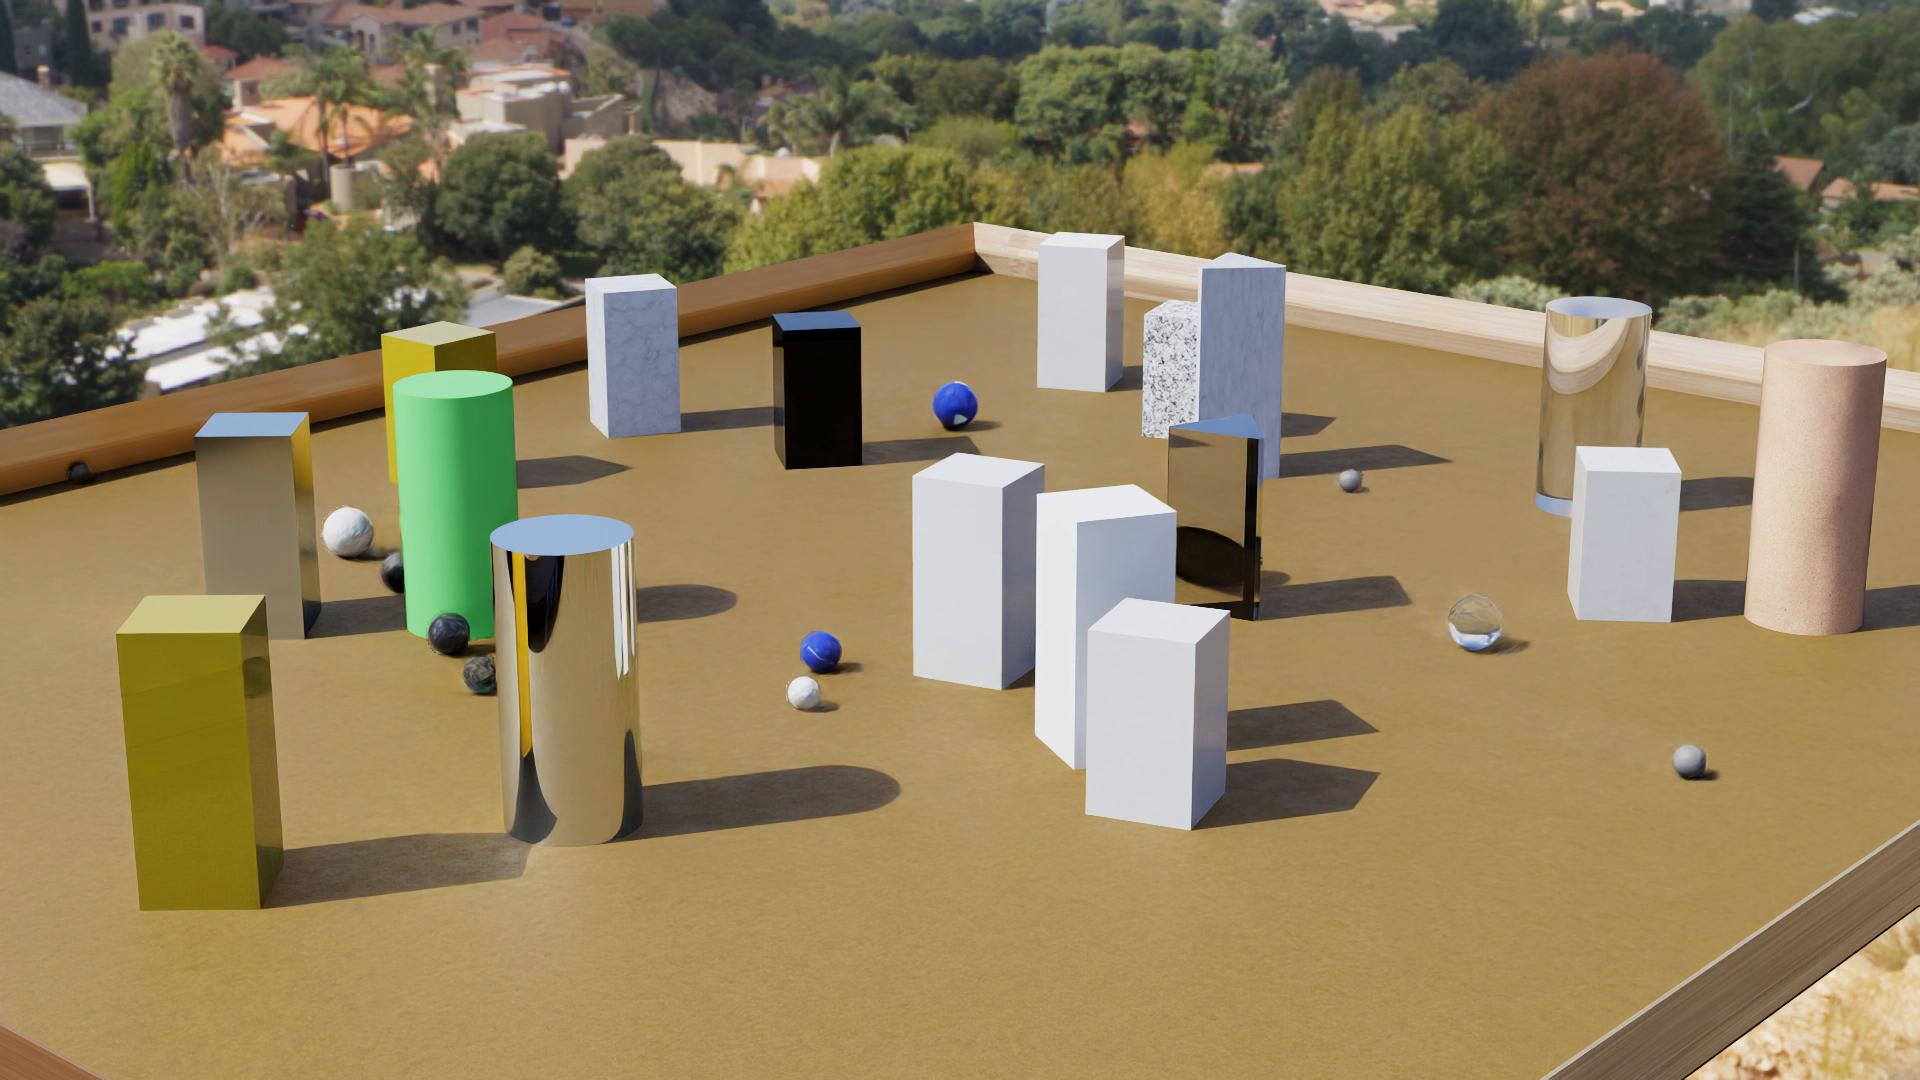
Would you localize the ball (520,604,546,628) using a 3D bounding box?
[{"bbox_3d":[-0.722,0.128,4.950,0.043,0.043,0.043,0,17,0],"label":"ball"}]

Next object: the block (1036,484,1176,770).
[{"bbox_3d":[0.215,0.128,4.366,0.157,0.381,0.157,-6,18,-19],"label":"block"}]

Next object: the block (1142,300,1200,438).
[{"bbox_3d":[0.487,-0.356,6.179,0.157,0.262,0.157,7,18,22],"label":"block"}]

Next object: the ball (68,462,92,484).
[{"bbox_3d":[-1.746,-0.134,5.817,0.044,0.044,0.044,0,17,0],"label":"ball"}]

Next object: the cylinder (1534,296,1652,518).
[{"bbox_3d":[1.212,-0.254,5.618,0.196,0.390,0.196,0,17,0],"label":"cylinder"}]

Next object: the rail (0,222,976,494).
[{"bbox_3d":[-1.366,-0.310,6.256,0.045,0.128,4.332,14,22,39],"label":"rail"}]

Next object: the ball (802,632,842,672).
[{"bbox_3d":[-0.224,0.180,4.740,0.065,0.065,0.065,0,17,0],"label":"ball"}]

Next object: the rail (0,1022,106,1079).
[{"bbox_3d":[-1.404,0.499,3.571,3.665,0.128,0.045,14,22,39],"label":"rail"}]

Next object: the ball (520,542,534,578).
[{"bbox_3d":[-0.793,0.036,5.205,0.073,0.073,0.073,0,17,0],"label":"ball"}]

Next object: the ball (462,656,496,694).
[{"bbox_3d":[-0.757,0.212,4.642,0.060,0.060,0.060,0,17,0],"label":"ball"}]

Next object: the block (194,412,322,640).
[{"bbox_3d":[-1.176,-0.024,4.921,0.157,0.351,0.157,0,17,-2],"label":"block"}]

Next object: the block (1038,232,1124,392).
[{"bbox_3d":[0.272,-0.513,6.591,0.157,0.325,0.157,5,18,17],"label":"block"}]

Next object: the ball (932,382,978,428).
[{"bbox_3d":[-0.011,-0.287,6.233,0.097,0.097,0.097,0,17,0],"label":"ball"}]

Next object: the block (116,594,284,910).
[{"bbox_3d":[-0.997,0.279,3.861,0.157,0.383,0.157,0,17,-1],"label":"block"}]

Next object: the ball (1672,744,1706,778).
[{"bbox_3d":[1.068,0.324,4.293,0.049,0.049,0.049,0,17,0],"label":"ball"}]

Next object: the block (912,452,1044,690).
[{"bbox_3d":[0.030,0.048,4.710,0.157,0.335,0.157,8,19,25],"label":"block"}]

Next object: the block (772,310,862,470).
[{"bbox_3d":[-0.291,-0.306,5.968,0.157,0.288,0.157,-3,17,-11],"label":"block"}]

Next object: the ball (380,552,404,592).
[{"bbox_3d":[-0.981,0.057,5.140,0.070,0.070,0.070,0,17,0],"label":"ball"}]

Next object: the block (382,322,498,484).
[{"bbox_3d":[-1.024,-0.262,5.801,0.157,0.300,0.157,14,21,38],"label":"block"}]

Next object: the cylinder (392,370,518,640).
[{"bbox_3d":[-0.842,-0.059,4.926,0.196,0.416,0.196,0,17,0],"label":"cylinder"}]

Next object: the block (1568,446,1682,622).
[{"bbox_3d":[1.137,-0.011,5.028,0.157,0.265,0.157,1,17,5],"label":"block"}]

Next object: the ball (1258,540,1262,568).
[{"bbox_3d":[0.488,0.026,5.197,0.098,0.098,0.098,0,17,0],"label":"ball"}]

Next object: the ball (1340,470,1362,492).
[{"bbox_3d":[0.768,-0.117,5.762,0.045,0.045,0.045,0,17,0],"label":"ball"}]

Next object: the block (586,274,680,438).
[{"bbox_3d":[-0.692,-0.391,6.208,0.157,0.311,0.157,-6,18,-20],"label":"block"}]

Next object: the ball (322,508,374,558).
[{"bbox_3d":[-1.114,-0.014,5.339,0.091,0.091,0.091,0,17,0],"label":"ball"}]

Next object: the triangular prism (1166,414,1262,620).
[{"bbox_3d":[0.464,-0.046,5.047,0.170,0.321,0.147,9,19,26],"label":"triangular prism"}]

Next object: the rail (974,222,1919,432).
[{"bbox_3d":[1.404,-0.435,6.669,3.665,0.128,0.045,14,22,39],"label":"rail"}]

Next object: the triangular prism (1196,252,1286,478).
[{"bbox_3d":[0.546,-0.349,5.864,0.170,0.429,0.147,-2,17,-5],"label":"triangular prism"}]

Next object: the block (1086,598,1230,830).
[{"bbox_3d":[0.281,0.245,4.161,0.157,0.276,0.157,7,18,22],"label":"block"}]

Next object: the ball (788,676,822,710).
[{"bbox_3d":[-0.242,0.239,4.568,0.052,0.052,0.052,0,17,0],"label":"ball"}]

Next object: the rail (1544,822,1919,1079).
[{"bbox_3d":[1.366,0.374,3.984,0.045,0.128,4.332,14,22,39],"label":"rail"}]

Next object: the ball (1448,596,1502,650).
[{"bbox_3d":[0.851,0.136,4.844,0.090,0.090,0.090,0,17,0],"label":"ball"}]

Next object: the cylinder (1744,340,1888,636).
[{"bbox_3d":[1.441,-0.090,4.945,0.196,0.464,0.196,0,17,0],"label":"cylinder"}]

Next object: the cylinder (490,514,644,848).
[{"bbox_3d":[-0.545,0.194,4.077,0.196,0.421,0.196,0,17,0],"label":"cylinder"}]

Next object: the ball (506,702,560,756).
[{"bbox_3d":[-0.636,0.283,4.374,0.080,0.080,0.080,0,17,0],"label":"ball"}]

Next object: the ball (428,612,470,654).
[{"bbox_3d":[-0.840,0.153,4.822,0.069,0.069,0.069,0,17,0],"label":"ball"}]
